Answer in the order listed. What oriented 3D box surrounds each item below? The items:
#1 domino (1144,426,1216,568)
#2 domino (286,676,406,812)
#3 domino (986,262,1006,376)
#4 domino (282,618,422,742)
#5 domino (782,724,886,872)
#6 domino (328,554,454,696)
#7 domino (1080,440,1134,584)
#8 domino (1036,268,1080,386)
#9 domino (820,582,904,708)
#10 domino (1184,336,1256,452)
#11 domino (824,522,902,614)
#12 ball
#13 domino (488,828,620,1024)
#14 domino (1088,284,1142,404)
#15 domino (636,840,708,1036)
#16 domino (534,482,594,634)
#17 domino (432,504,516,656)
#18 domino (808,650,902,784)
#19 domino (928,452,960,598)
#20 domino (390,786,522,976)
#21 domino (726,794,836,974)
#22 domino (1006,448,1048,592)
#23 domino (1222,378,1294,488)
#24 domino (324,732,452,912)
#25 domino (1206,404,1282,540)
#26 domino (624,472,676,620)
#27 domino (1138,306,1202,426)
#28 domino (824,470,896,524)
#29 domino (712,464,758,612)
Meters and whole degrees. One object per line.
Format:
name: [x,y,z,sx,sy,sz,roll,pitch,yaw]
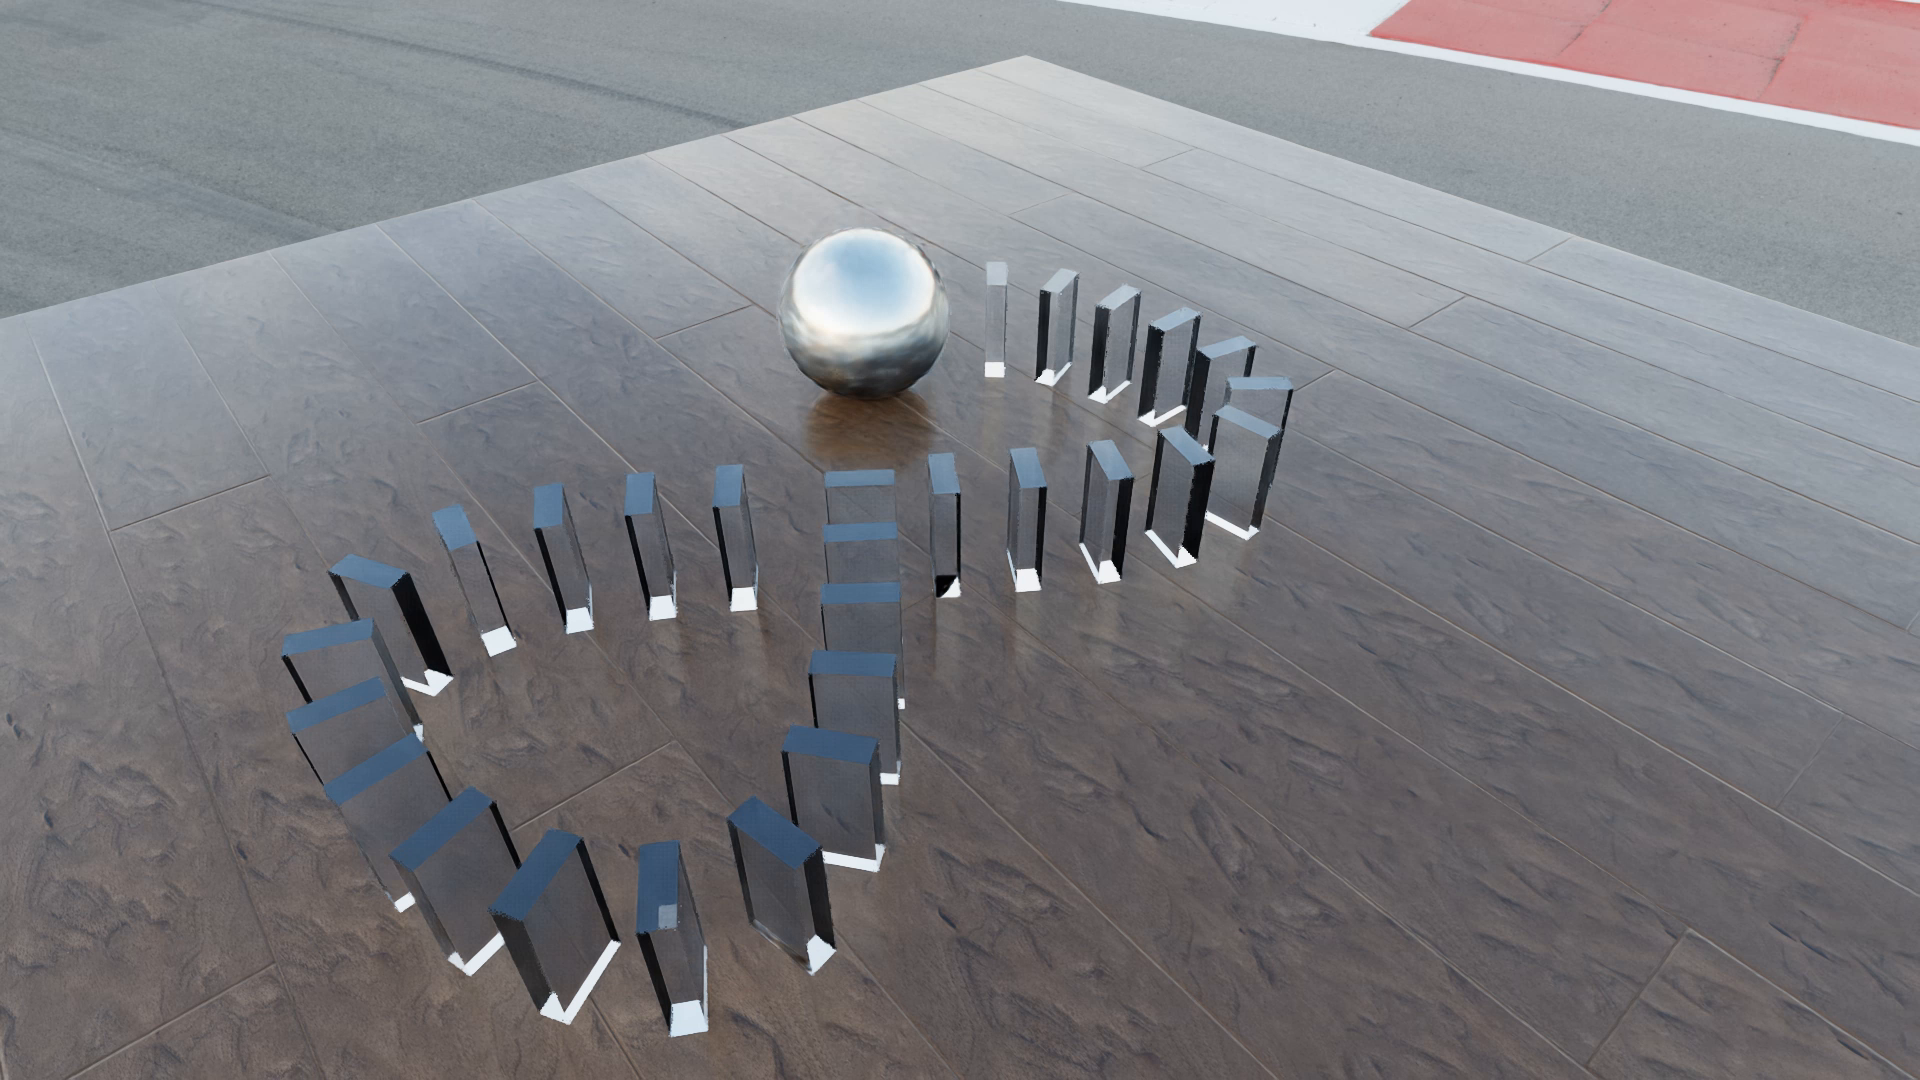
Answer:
domino: [0.086,-0.017,0.432,0.009,0.050,0.025,-15,42,-17]
domino: [-0.179,0.066,0.331,0.025,0.050,0.010,-24,45,-27]
domino: [0.018,-0.109,0.544,0.010,0.050,0.025,1,39,1]
domino: [-0.193,0.049,0.352,0.025,0.050,0.010,-12,41,-15]
domino: [-0.036,0.076,0.319,0.025,0.050,0.009,7,40,9]
domino: [-0.194,0.030,0.375,0.025,0.050,0.009,14,41,17]
domino: [0.056,-0.011,0.424,0.009,0.050,0.025,-8,40,-10]
domino: [0.047,-0.104,0.538,0.009,0.050,0.025,18,43,21]
domino: [-0.032,0.036,0.367,0.025,0.050,0.009,-2,39,-2]
domino: [0.115,-0.064,0.489,0.025,0.050,0.009,-19,43,-22]
domino: [-0.034,0.016,0.391,0.025,0.050,0.010,-3,39,-4]
ball: [-0.045,-0.106,0.517,0.080,0.080,0.080,0,39,0]
domino: [-0.105,0.101,0.288,0.009,0.050,0.025,12,41,14]
domino: [0.074,-0.093,0.525,0.010,0.050,0.025,26,46,28]
domino: [-0.074,0.104,0.285,0.010,0.050,0.025,-7,40,-8]
domino: [-0.145,0.007,0.403,0.010,0.050,0.025,-10,40,-12]
domino: [-0.174,0.015,0.393,0.009,0.050,0.025,-23,45,-25]
domino: [-0.032,0.056,0.343,0.025,0.050,0.009,2,39,3]
domino: [-0.006,-0.005,0.418,0.009,0.050,0.025,-4,40,-5]
domino: [-0.133,0.093,0.298,0.009,0.050,0.025,21,44,24]
domino: [-0.048,0.094,0.297,0.025,0.050,0.009,27,46,29]
domino: [0.025,-0.007,0.421,0.009,0.050,0.025,-5,40,-5]
domino: [0.123,-0.045,0.466,0.025,0.050,0.009,0,39,0]
domino: [-0.157,0.081,0.313,0.009,0.050,0.025,30,48,31]
domino: [0.112,-0.027,0.444,0.025,0.050,0.009,32,49,33]
domino: [-0.114,0.003,0.408,0.010,0.050,0.025,-7,40,-9]
domino: [0.097,-0.080,0.509,0.025,0.050,0.010,-29,48,-31]
domino: [-0.036,-0.003,0.415,0.025,0.050,0.010,-2,39,-3]
domino: [-0.084,0.000,0.412,0.010,0.050,0.025,-4,39,-5]
